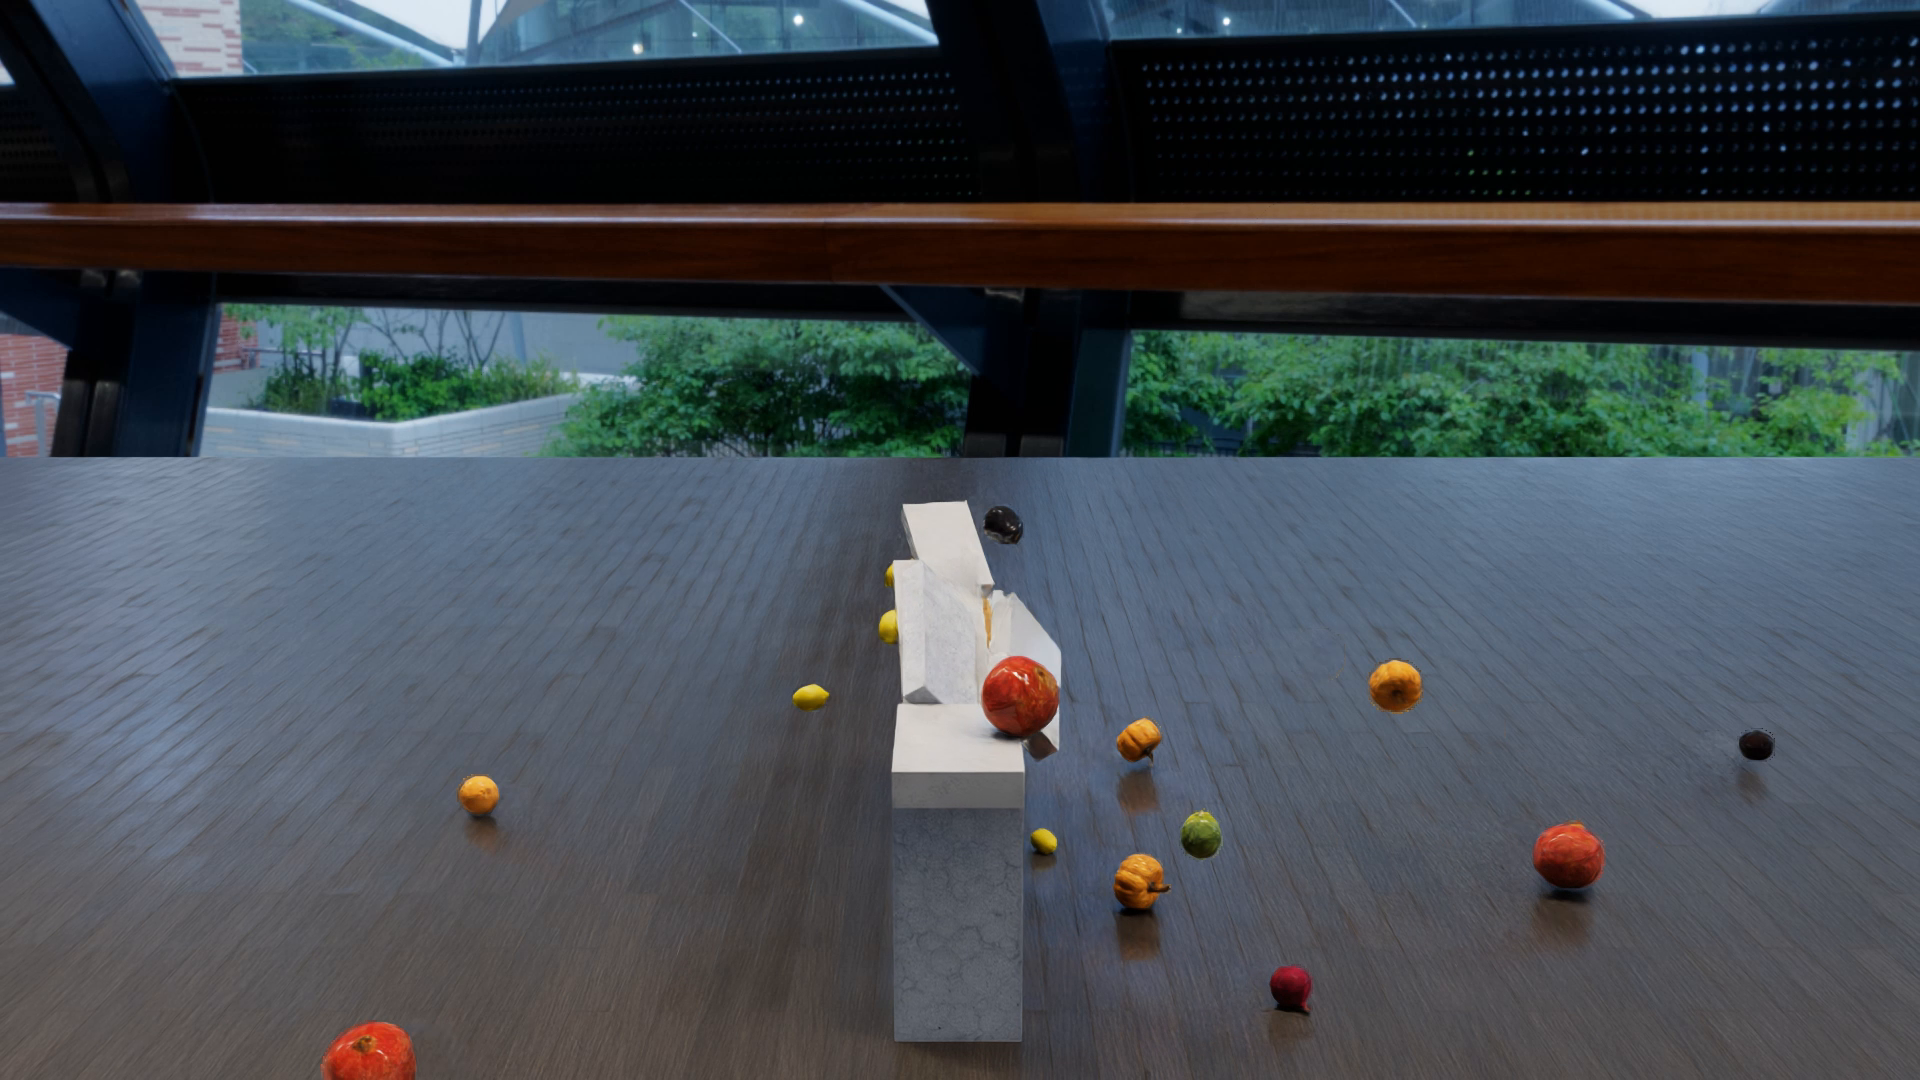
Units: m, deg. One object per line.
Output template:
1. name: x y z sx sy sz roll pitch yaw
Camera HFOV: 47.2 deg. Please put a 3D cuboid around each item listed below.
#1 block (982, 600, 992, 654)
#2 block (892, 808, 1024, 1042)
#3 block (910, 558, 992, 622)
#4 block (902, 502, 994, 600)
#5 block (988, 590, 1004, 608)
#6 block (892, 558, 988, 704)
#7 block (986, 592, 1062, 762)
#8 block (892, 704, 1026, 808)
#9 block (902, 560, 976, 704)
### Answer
1. block: -0.014 0.131 3.787 0.118 0.033 0.236 -2 24 -8
2. block: -0.003 0.522 3.050 0.178 0.356 0.050 0 16 0
3. block: -0.016 0.099 3.937 0.118 0.033 0.236 -2 26 -8
4. block: -0.024 0.019 3.885 0.118 0.033 0.236 -3 39 -12
5. block: -0.001 0.151 4.069 0.167 0.047 0.335 0 11 0
6. block: -0.027 0.184 3.546 0.142 0.040 0.420 -2 41 -3
7. block: 0.104 0.217 3.543 0.040 0.142 0.283 -30 24 19
8. block: -0.003 0.301 3.115 0.178 0.050 0.356 0 11 0
9. block: -0.032 0.177 3.416 0.040 0.142 0.284 -28 36 21
